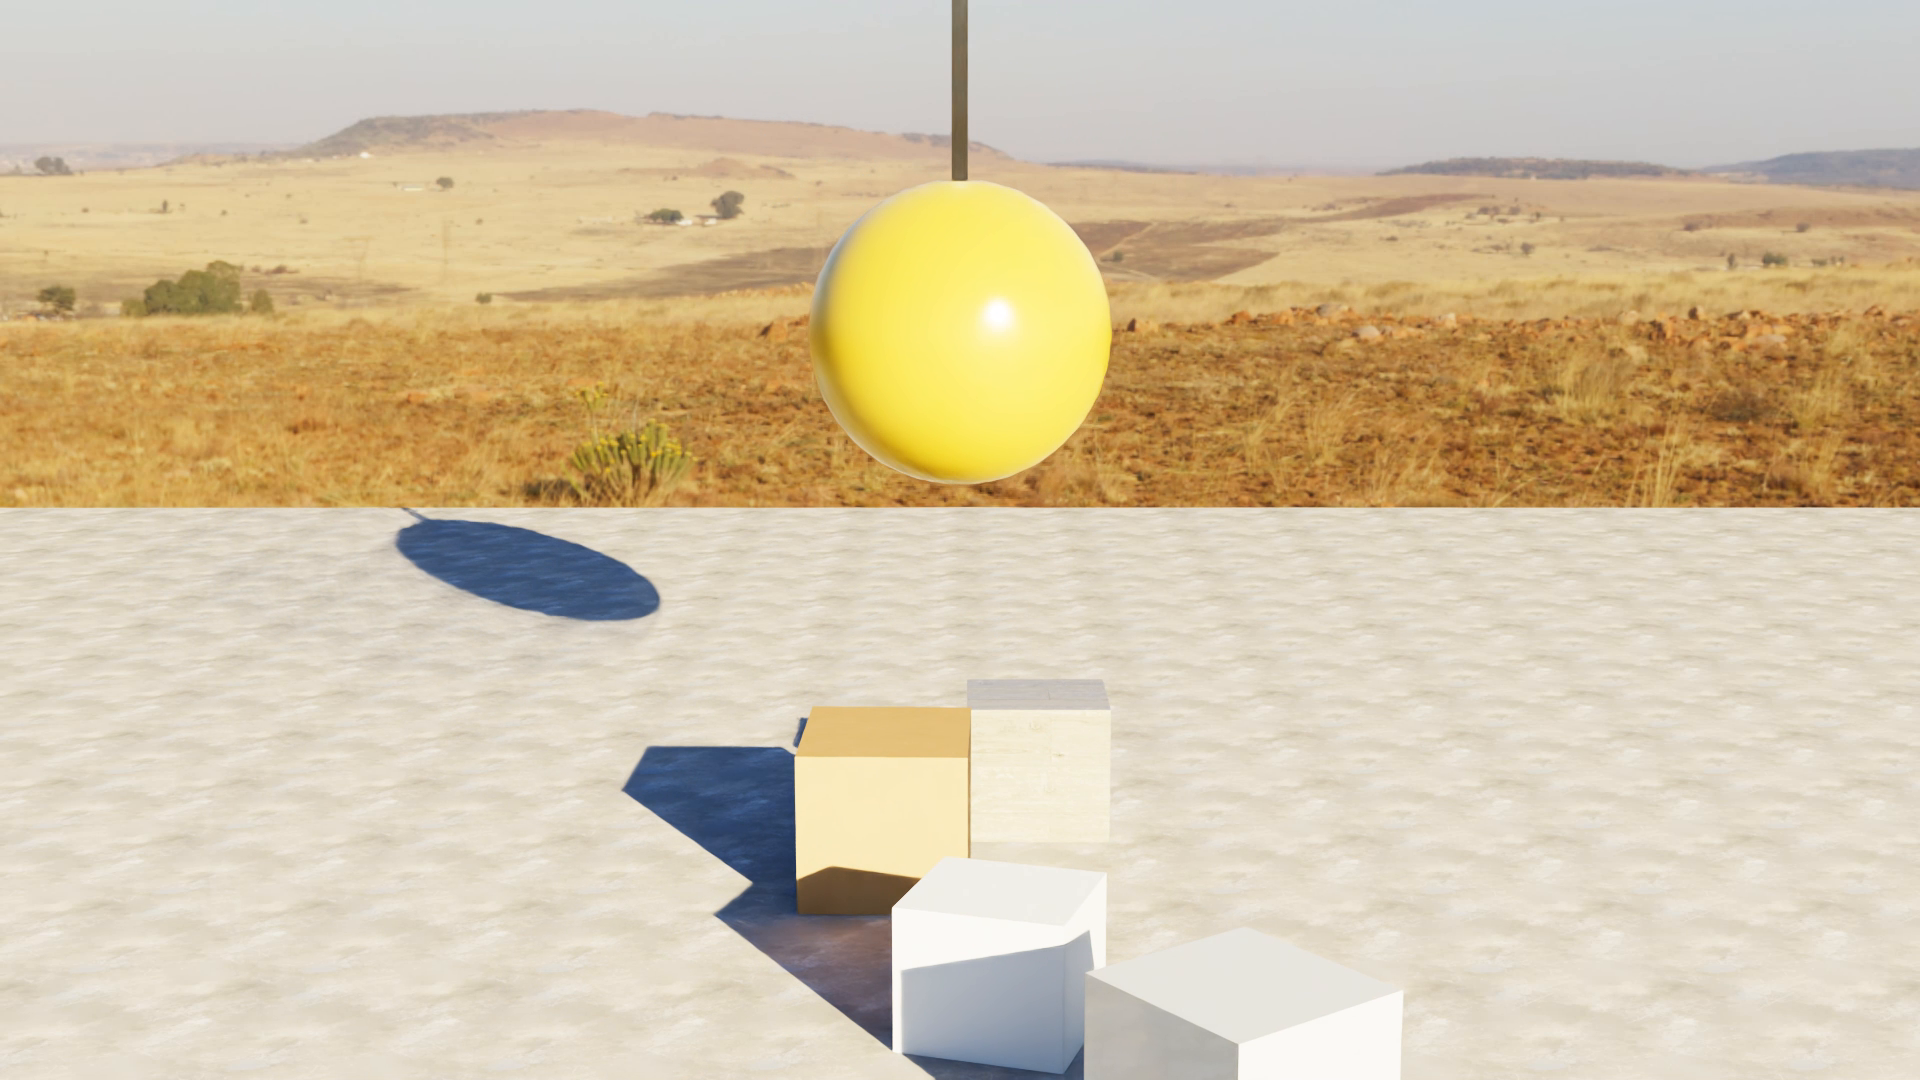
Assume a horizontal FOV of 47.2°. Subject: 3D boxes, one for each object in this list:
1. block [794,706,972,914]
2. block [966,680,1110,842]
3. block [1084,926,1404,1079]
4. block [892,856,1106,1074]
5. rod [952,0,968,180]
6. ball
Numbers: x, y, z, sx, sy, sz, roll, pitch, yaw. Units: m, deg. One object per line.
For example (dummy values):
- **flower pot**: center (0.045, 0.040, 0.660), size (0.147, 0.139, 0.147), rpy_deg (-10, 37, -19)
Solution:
- **block**: center (-0.347, 1.272, 10.476), size (0.783, 0.748, 0.904), rpy_deg (0, 10, 1)
- **block**: center (0.397, 1.134, 11.400), size (0.720, 0.689, 0.642), rpy_deg (0, 10, 0)
- **block**: center (0.929, 1.834, 7.300), size (0.733, 0.779, 0.735), rpy_deg (-8, 13, -36)
- **block**: center (0.165, 1.670, 8.728), size (0.687, 0.591, 0.649), rpy_deg (3, 11, 17)
- **rod**: center (0.000, -4.361, 10.642), size (0.080, 5.200, 0.080), rpy_deg (0, 16, 0)
- **ball**: center (0.000, -1.090, 11.571), size (1.600, 1.600, 1.600), rpy_deg (0, 10, 0)
